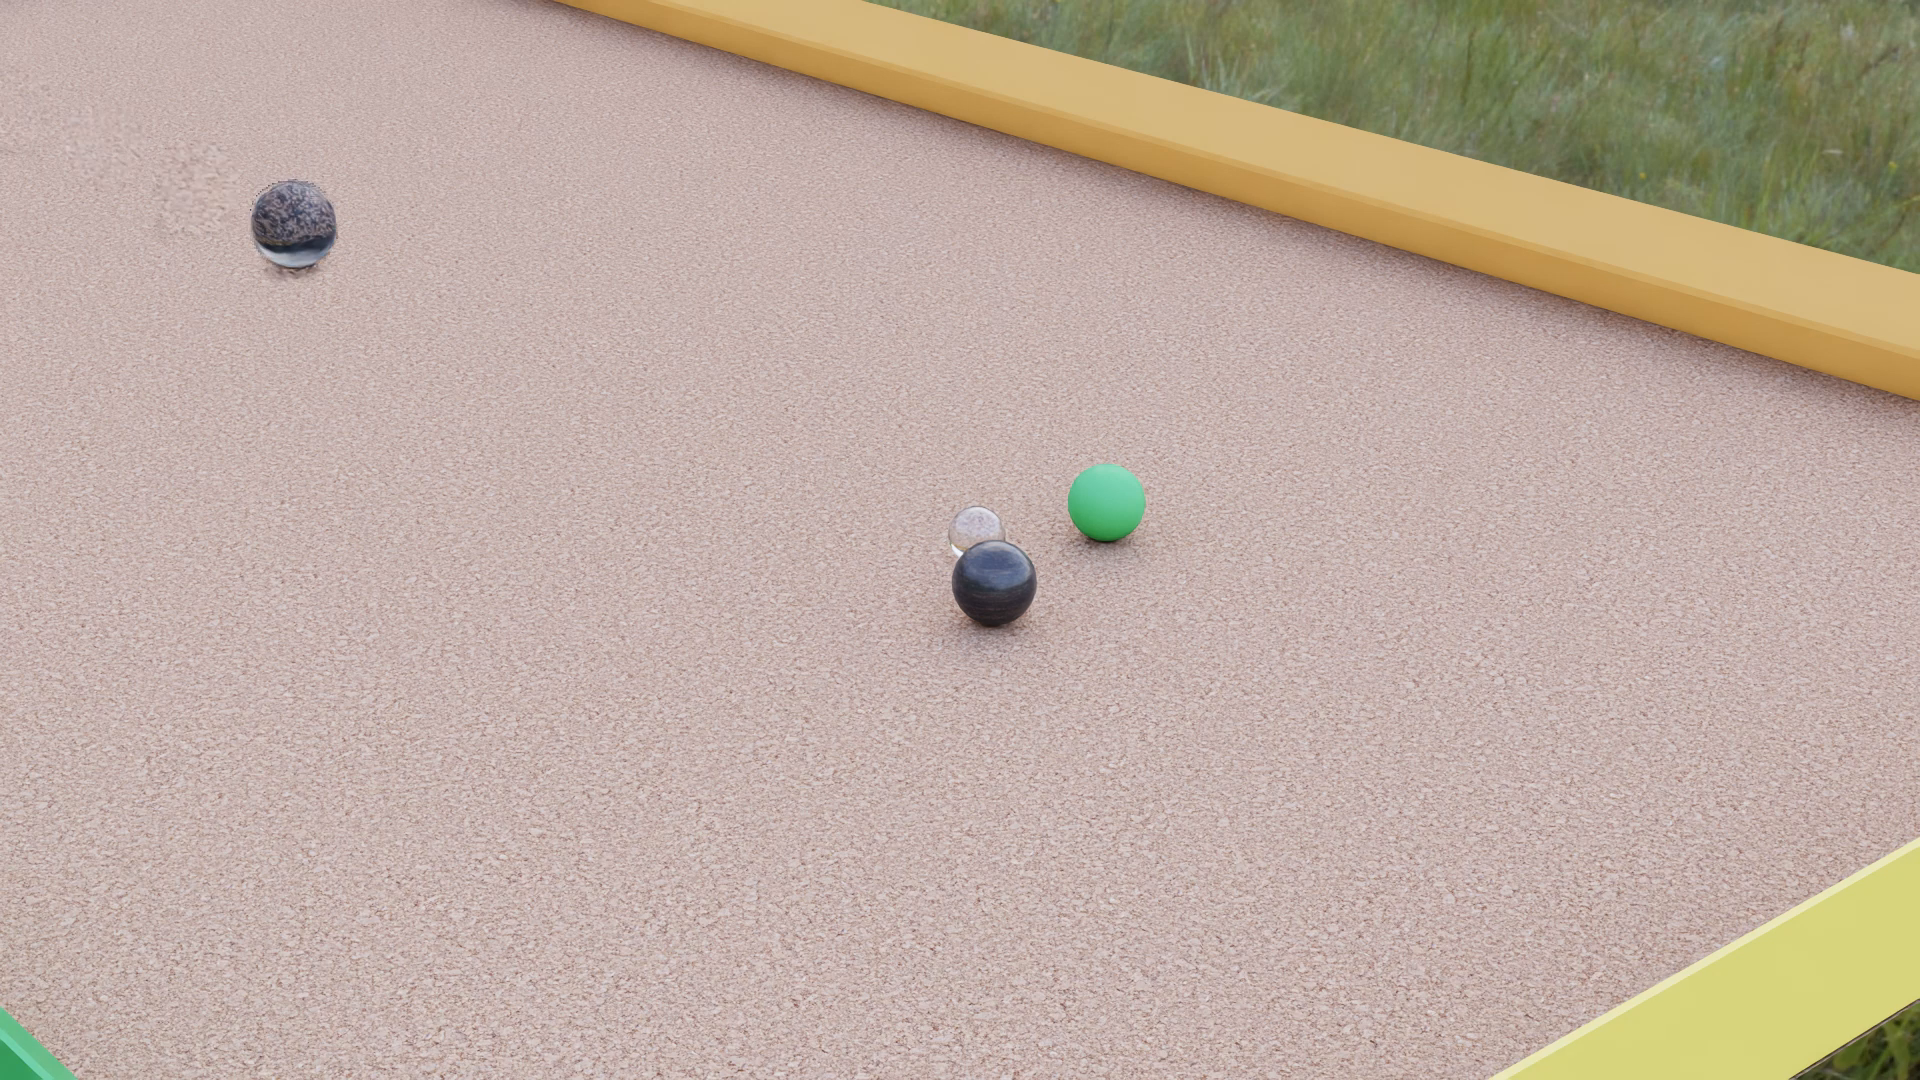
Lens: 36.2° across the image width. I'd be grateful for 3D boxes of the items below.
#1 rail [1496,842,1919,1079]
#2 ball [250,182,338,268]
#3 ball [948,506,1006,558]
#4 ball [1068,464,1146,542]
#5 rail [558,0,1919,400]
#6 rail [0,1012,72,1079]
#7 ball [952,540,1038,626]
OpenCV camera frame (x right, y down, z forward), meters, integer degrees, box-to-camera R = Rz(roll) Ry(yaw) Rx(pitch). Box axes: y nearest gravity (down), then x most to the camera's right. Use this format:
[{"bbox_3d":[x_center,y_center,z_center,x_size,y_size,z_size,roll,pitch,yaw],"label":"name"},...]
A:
[{"bbox_3d":[0.568,0.225,1.802,1.942,0.120,0.045,-18,29,-37],"label":"rail"},{"bbox_3d":[-0.724,-0.342,3.198,0.093,0.093,0.093,0,23,0],"label":"ball"},{"bbox_3d":[0.014,-0.004,2.446,0.048,0.048,0.048,0,23,0],"label":"ball"},{"bbox_3d":[0.124,-0.032,2.488,0.066,0.066,0.066,0,23,0],"label":"ball"},{"bbox_3d":[0.132,-0.527,3.602,0.045,0.120,3.568,-18,29,-37],"label":"rail"},{"bbox_3d":[-1.300,-0.049,2.457,0.045,0.120,3.568,-18,29,-37],"label":"rail"},{"bbox_3d":[0.027,0.034,2.329,0.068,0.068,0.068,0,23,0],"label":"ball"}]
